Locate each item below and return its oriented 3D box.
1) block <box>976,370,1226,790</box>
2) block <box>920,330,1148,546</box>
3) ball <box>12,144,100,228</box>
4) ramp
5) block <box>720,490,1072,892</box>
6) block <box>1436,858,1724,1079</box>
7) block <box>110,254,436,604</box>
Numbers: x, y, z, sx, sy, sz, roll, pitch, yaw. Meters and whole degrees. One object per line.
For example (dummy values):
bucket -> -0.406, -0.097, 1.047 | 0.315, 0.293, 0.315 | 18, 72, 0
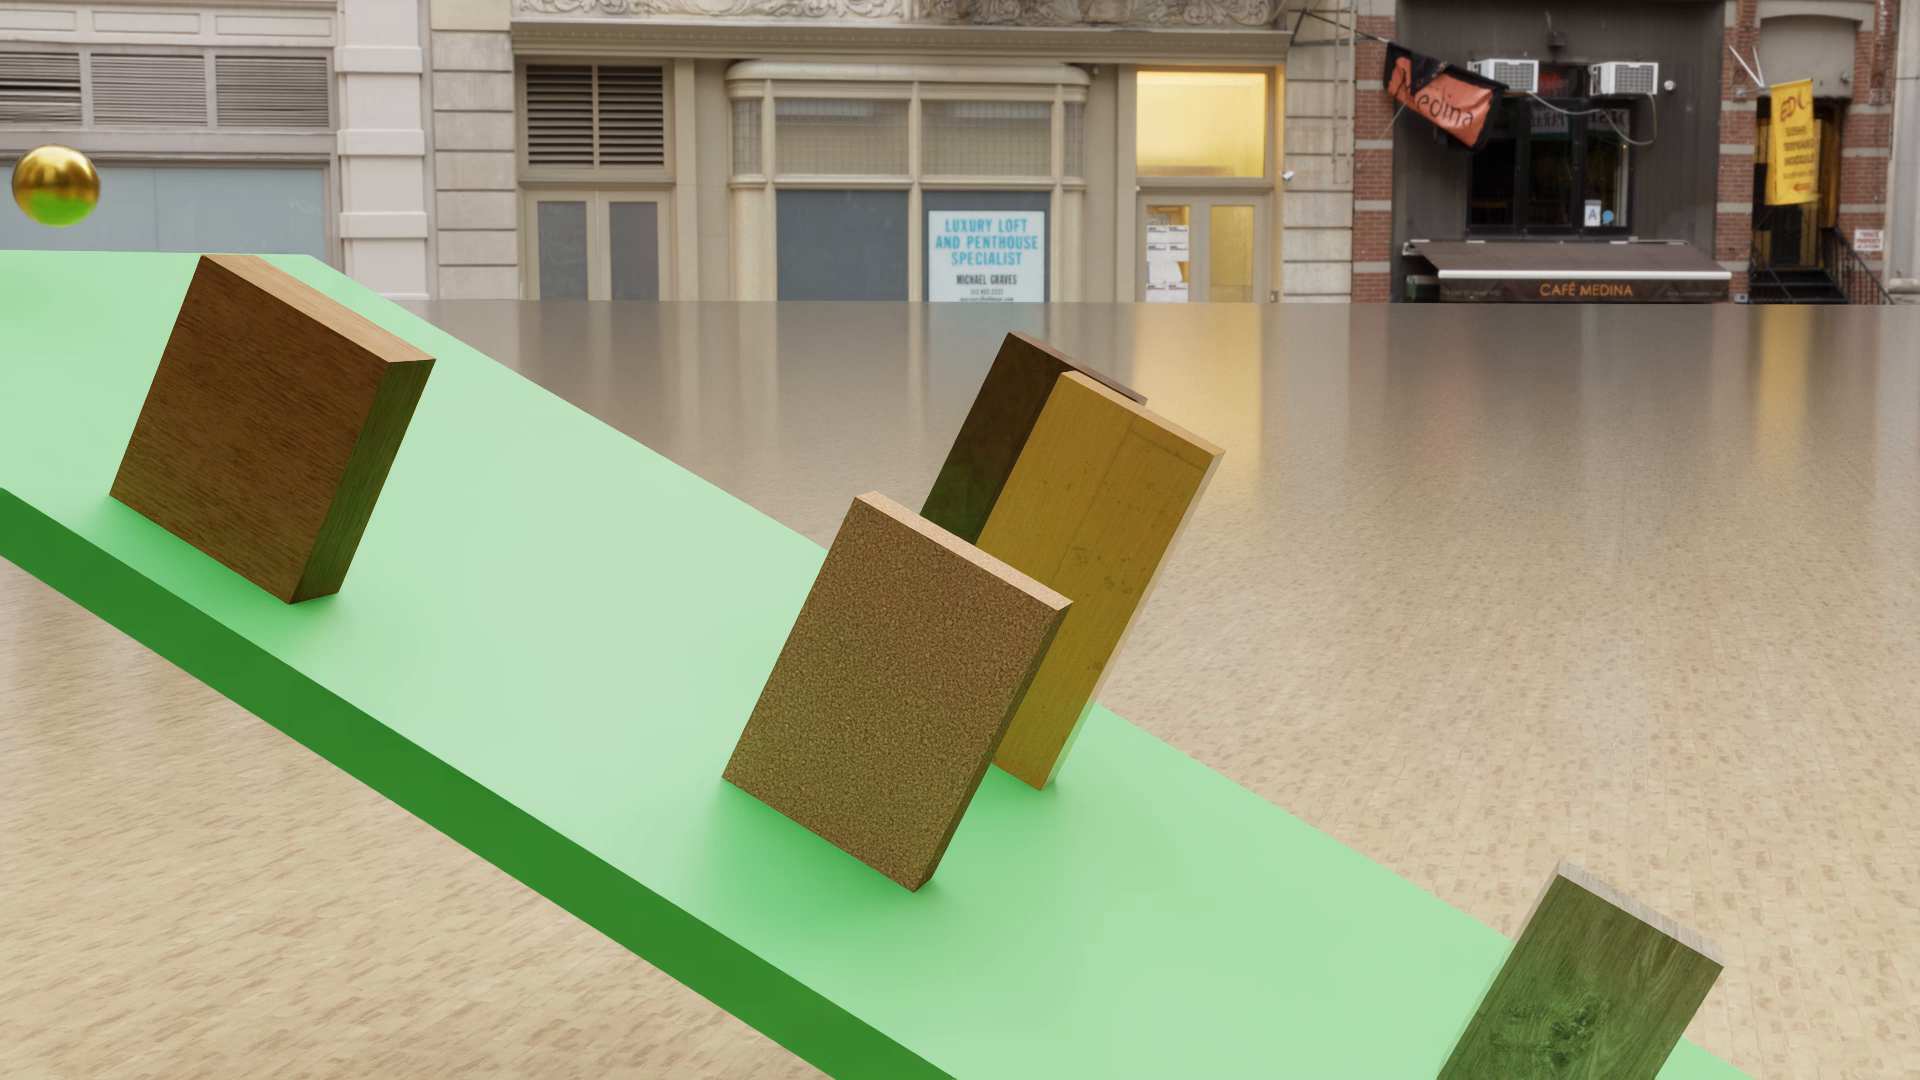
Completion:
block -> 0.193, 0.080, 4.319 | 0.336, 0.749, 0.121 | 29, 14, 12
block -> 0.101, -0.064, 4.769 | 0.316, 0.707, 0.102 | 29, 14, 12
ball -> -1.777, -0.697, 4.323 | 0.163, 0.163, 0.163 | 0, 7, 0
ramp -> -0.238, 0.399, 4.156 | 4.000, 0.100, 2.000 | 29, 14, 12
block -> -0.108, 0.248, 3.613 | 0.379, 0.535, 0.099 | 29, 14, 12
block -> 1.080, 0.829, 3.842 | 0.308, 0.435, 0.111 | 29, 14, 12
block -> -1.118, -0.183, 3.571 | 0.372, 0.436, 0.142 | 29, 14, 12
